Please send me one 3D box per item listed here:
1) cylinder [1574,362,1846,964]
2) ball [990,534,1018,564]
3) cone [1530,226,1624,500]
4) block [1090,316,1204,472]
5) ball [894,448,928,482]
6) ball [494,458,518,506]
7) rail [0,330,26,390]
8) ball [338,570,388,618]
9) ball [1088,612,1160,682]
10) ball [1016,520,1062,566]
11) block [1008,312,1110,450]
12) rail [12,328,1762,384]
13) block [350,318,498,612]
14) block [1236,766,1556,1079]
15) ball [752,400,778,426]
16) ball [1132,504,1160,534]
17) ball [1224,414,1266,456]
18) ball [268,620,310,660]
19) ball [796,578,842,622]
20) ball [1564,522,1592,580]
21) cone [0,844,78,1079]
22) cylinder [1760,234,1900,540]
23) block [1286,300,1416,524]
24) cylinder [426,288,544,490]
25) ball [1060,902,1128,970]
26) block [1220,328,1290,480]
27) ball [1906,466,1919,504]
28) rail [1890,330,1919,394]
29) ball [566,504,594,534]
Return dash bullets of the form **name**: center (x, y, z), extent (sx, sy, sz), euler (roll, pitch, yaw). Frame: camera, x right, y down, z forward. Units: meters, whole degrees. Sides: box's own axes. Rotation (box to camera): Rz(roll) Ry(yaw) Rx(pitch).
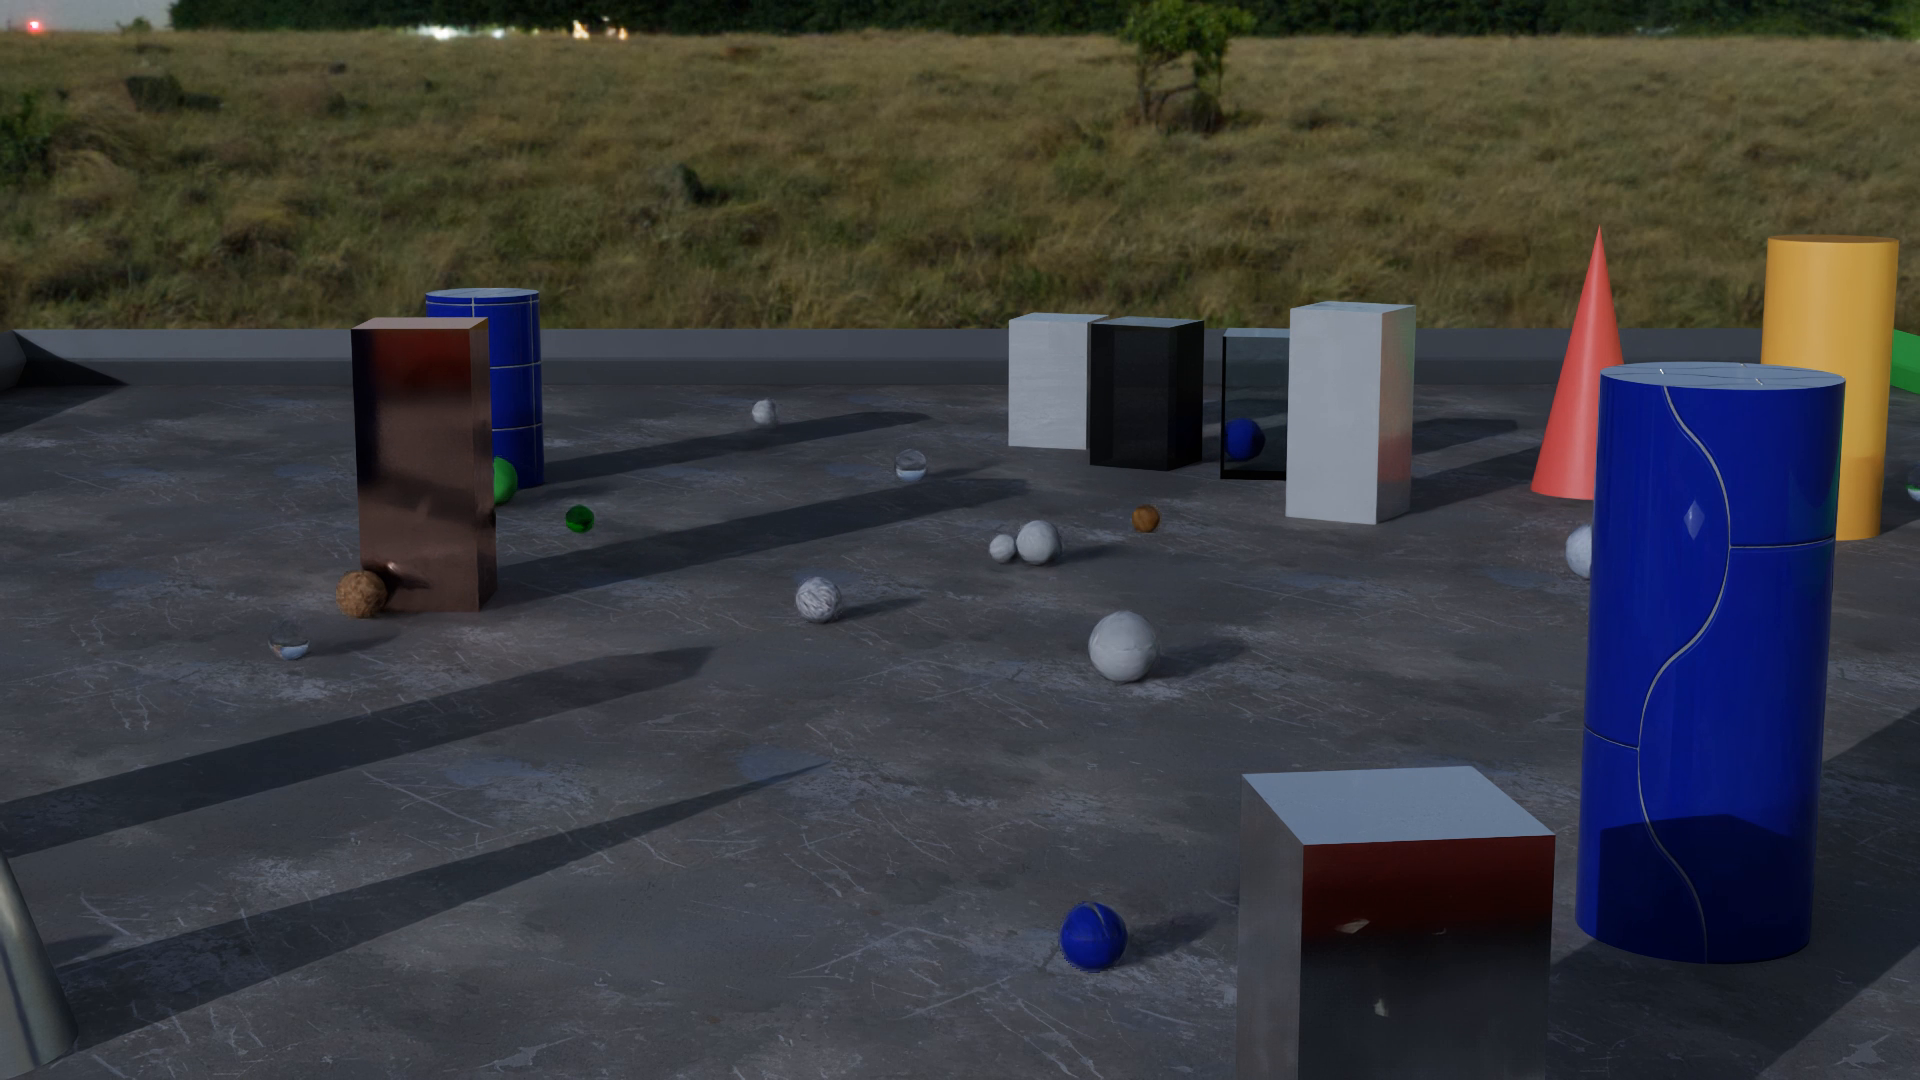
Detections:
- **cylinder**: center (0.626, 0.097, 2.155), extent (0.195, 0.474, 0.195), euler (0, 11, 0)
- **ball**: center (0.065, 0.013, 3.787), extent (0.043, 0.043, 0.043), euler (0, 11, 0)
- **cone**: center (1.086, -0.311, 4.397), extent (0.195, 0.459, 0.195), euler (0, 11, 0)
- **block**: center (0.345, -0.271, 4.723), extent (0.156, 0.261, 0.156), euler (6, 12, 29)
- **ball**: center (-0.088, -0.131, 4.519), extent (0.059, 0.059, 0.059), euler (0, 11, 0)
- **ball**: center (-0.778, -0.098, 4.286), extent (0.080, 0.080, 0.080), euler (0, 11, 0)
- **rail**: center (-2.132, 0.035, 3.437), extent (0.045, 0.126, 4.971), euler (0, 11, 0)
- **ball**: center (-0.795, 0.072, 3.411), extent (0.065, 0.065, 0.065), euler (0, 11, 0)
- **ball**: center (0.196, 0.127, 3.059), extent (0.085, 0.085, 0.085), euler (0, 11, 0)
- **ball**: center (0.116, 0.005, 3.768), extent (0.067, 0.067, 0.067), euler (0, 11, 0)
- **block**: center (0.193, -0.311, 4.982), extent (0.156, 0.243, 0.156), euler (4, 11, 19)
- **rail**: center (-0.014, -0.417, 5.870), extent (4.311, 0.126, 0.045), euler (0, 11, 0)
- **block**: center (-0.726, -0.105, 3.493), extent (0.156, 0.382, 0.156), euler (0, 11, -1)
- **block**: center (0.271, 0.298, 1.634), extent (0.156, 0.269, 0.156), euler (-1, 11, -7)
- **ball**: center (-0.397, -0.261, 5.237), extent (0.053, 0.053, 0.053), euler (0, 11, 0)
- **ball**: center (0.292, -0.033, 4.032), extent (0.044, 0.044, 0.044), euler (0, 11, 0)
- **ball**: center (0.536, -0.198, 4.819), extent (0.081, 0.081, 0.081), euler (0, 11, 0)
- **ball**: center (-0.830, 0.124, 3.173), extent (0.050, 0.050, 0.050), euler (0, 11, 0)
- **ball**: center (-0.186, 0.079, 3.387), extent (0.060, 0.060, 0.060), euler (0, 11, 0)
- **ball**: center (0.906, 0.016, 3.663), extent (0.083, 0.083, 0.083), euler (0, 11, 0)
- **cone**: center (-0.765, 0.224, 1.899), extent (0.195, 0.318, 0.195), euler (0, 11, 0)
- **cylinder**: center (1.356, -0.242, 4.026), extent (0.195, 0.458, 0.195), euler (0, 11, 0)
- **block**: center (0.637, -0.210, 4.180), extent (0.156, 0.339, 0.156), euler (6, 12, 29)
- **cylinder**: center (-0.829, -0.264, 4.482), extent (0.195, 0.335, 0.195), euler (0, 11, 0)
- **ball**: center (0.109, 0.323, 2.088), extent (0.055, 0.055, 0.055), euler (0, 11, 0)
- **block**: center (0.552, -0.245, 4.600), extent (0.156, 0.254, 0.156), euler (2, 11, 9)
- **ball**: center (1.618, -0.093, 4.287), extent (0.069, 0.069, 0.069), euler (0, 11, 0)
- **rail**: center (2.132, 0.030, 3.461), extent (0.045, 0.126, 4.971), euler (0, 11, 0)
- **ball**: center (-0.597, -0.033, 4.032), extent (0.044, 0.044, 0.044), euler (0, 11, 0)
